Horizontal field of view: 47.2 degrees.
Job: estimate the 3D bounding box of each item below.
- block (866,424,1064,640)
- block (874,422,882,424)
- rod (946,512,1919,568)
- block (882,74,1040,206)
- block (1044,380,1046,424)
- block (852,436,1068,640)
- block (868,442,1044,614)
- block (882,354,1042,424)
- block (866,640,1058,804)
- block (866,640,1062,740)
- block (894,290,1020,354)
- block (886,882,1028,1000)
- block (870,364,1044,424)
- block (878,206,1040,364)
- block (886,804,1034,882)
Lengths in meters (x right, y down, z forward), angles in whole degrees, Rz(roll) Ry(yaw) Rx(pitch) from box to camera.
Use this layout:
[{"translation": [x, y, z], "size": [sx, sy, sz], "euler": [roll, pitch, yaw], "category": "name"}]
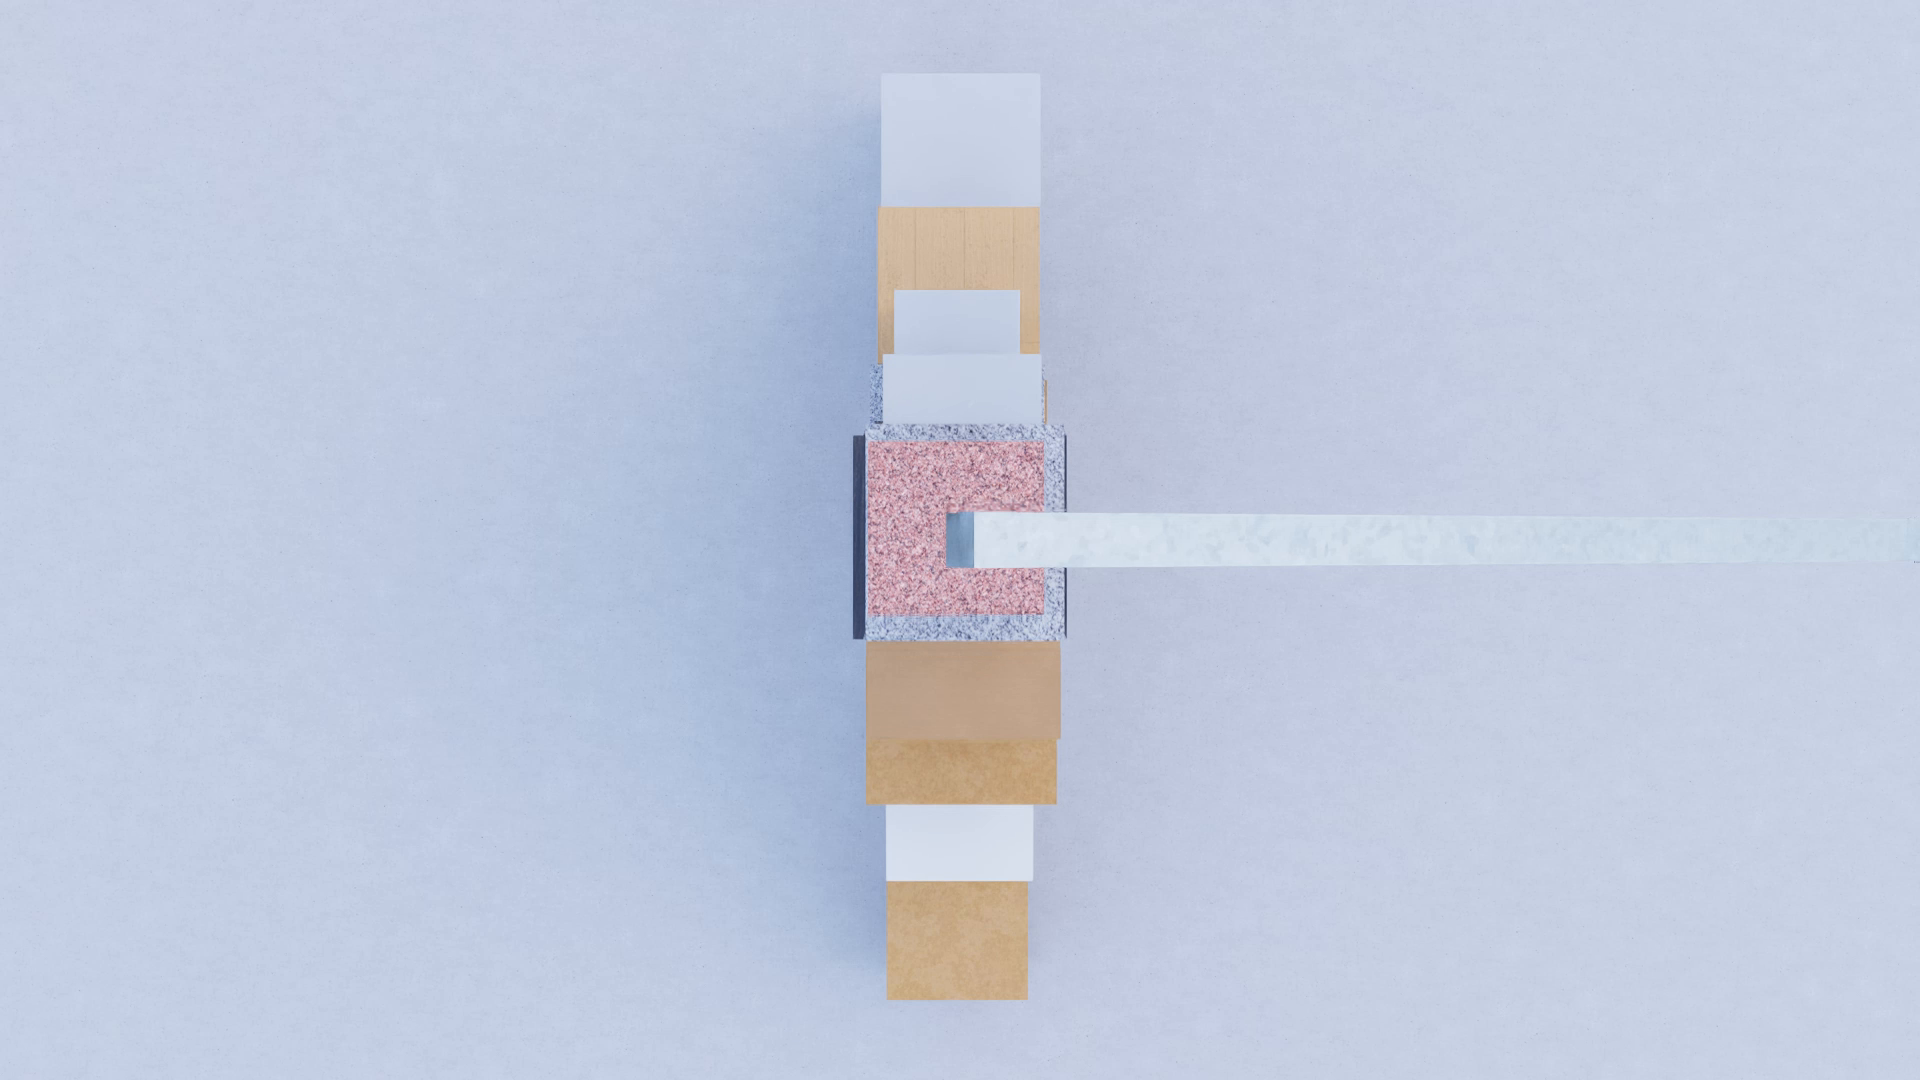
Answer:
[{"translation": [0.016, -0.018, 7.516], "size": [0.648, 0.669, 0.709], "euler": [0, 89, 0], "category": "block"}, {"translation": [-0.018, -0.160, 10.757], "size": [0.771, 0.765, 0.792], "euler": [0, 90, 0], "category": "block"}, {"translation": [2.234, 0.000, 4.512], "size": [5.200, 0.080, 0.080], "euler": [0, 90, -31], "category": "rod"}, {"translation": [0.005, -2.087, 12.532], "size": [0.873, 0.936, 0.943], "euler": [0, 90, 0], "category": "block"}, {"translation": [-0.007, -0.371, 12.516], "size": [0.965, 0.969, 1.007], "euler": [0, 90, 0], "category": "block"}, {"translation": [0.000, 0.000, 8.287], "size": [0.764, 0.874, 0.729], "euler": [0, 89, 0], "category": "block"}, {"translation": [-0.012, -0.031, 6.913], "size": [0.532, 0.536, 0.524], "euler": [0, 89, 0], "category": "block"}, {"translation": [0.010, -0.425, 10.048], "size": [0.700, 0.654, 0.792], "euler": [0, 90, 0], "category": "block"}, {"translation": [0.007, 0.750, 10.698], "size": [0.891, 0.929, 0.942], "euler": [0, 91, 0], "category": "block"}, {"translation": [0.017, 0.435, 9.781], "size": [0.824, 0.877, 0.841], "euler": [0, 89, 0], "category": "block"}, {"translation": [-0.014, -0.877, 10.795], "size": [0.597, 0.688, 0.621], "euler": [0, 90, 0], "category": "block"}, {"translation": [-0.015, 2.145, 12.616], "size": [0.785, 0.769, 0.828], "euler": [0, 90, 0], "category": "block"}, {"translation": [-0.013, -0.402, 11.585], "size": [0.886, 0.892, 0.972], "euler": [0, 90, 0], "category": "block"}, {"translation": [-0.008, -1.296, 11.623], "size": [0.823, 0.889, 0.805], "euler": [0, 91, 0], "category": "block"}, {"translation": [-0.002, 1.312, 11.770], "size": [0.760, 0.835, 0.845], "euler": [0, 94, 0], "category": "block"}]
